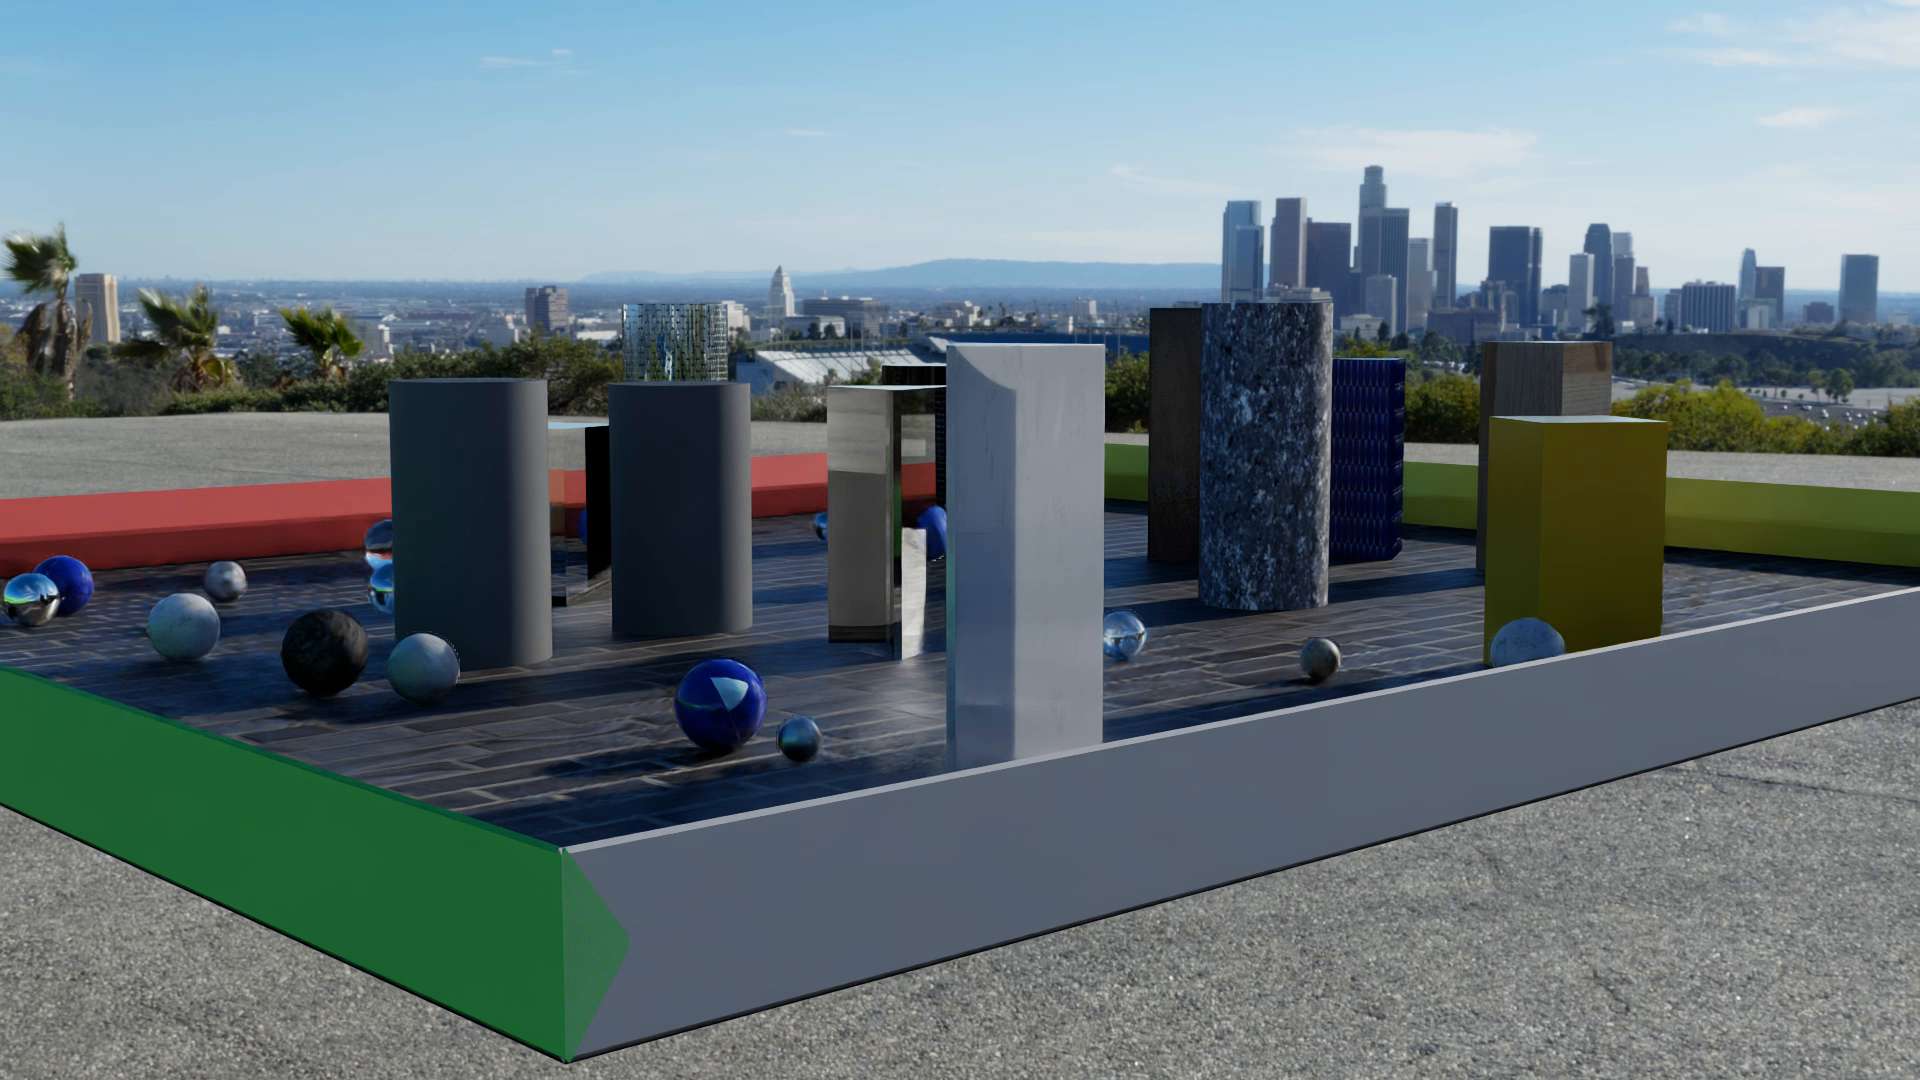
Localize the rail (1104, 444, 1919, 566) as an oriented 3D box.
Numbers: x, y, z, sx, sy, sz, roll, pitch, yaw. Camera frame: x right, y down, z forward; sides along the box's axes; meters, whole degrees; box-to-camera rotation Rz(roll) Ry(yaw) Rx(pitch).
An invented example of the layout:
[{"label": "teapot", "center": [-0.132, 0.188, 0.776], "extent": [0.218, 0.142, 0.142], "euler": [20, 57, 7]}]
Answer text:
[{"label": "rail", "center": [1.129, -0.075, 4.368], "extent": [0.045, 0.128, 2.692], "euler": [-5, 8, -42]}]

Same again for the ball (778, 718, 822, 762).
[{"label": "ball", "center": [-0.158, 0.198, 2.177], "extent": [0.044, 0.044, 0.044], "euler": [0, 6, 0]}]

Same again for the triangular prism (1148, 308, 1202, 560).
[{"label": "triangular prism", "center": [0.432, -0.195, 3.985], "extent": [0.171, 0.449, 0.148], "euler": [1, 6, 8]}]

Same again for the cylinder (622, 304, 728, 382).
[{"label": "cylinder", "center": [-0.536, -0.216, 4.152], "extent": [0.198, 0.457, 0.198], "euler": [0, 6, 0]}]

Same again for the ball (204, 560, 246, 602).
[{"label": "ball", "center": [-1.128, 0.063, 3.375], "extent": [0.063, 0.063, 0.063], "euler": [0, 6, 0]}]

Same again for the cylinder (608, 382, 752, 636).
[{"label": "cylinder", "center": [-0.393, -0.049, 3.103], "extent": [0.198, 0.343, 0.198], "euler": [0, 6, 0]}]

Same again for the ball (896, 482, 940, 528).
[{"label": "ball", "center": [-0.086, -0.072, 4.527], "extent": [0.093, 0.093, 0.093], "euler": [0, 6, 0]}]

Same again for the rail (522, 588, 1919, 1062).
[{"label": "rail", "center": [0.897, 0.134, 2.365], "extent": [3.120, 0.128, 0.045], "euler": [-5, 8, -42]}]

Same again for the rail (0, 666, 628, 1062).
[{"label": "rail", "center": [-1.129, 0.142, 2.296], "extent": [0.045, 0.128, 2.692], "euler": [-5, 8, -42]}]

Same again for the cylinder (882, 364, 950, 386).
[{"label": "cylinder", "center": [-0.054, -0.172, 4.294], "extent": [0.198, 0.340, 0.198], "euler": [0, 6, 0]}]

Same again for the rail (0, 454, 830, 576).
[{"label": "rail", "center": [-0.897, -0.067, 4.298], "extent": [3.120, 0.128, 0.045], "euler": [-5, 8, -42]}]

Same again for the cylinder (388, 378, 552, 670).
[{"label": "cylinder", "center": [-0.625, -0.026, 2.814], "extent": [0.198, 0.356, 0.198], "euler": [0, 6, 0]}]

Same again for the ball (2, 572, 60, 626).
[{"label": "ball", "center": [-1.311, 0.084, 3.103], "extent": [0.077, 0.077, 0.077], "euler": [0, 6, 0]}]

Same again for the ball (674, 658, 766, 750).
[{"label": "ball", "center": [-0.243, 0.167, 2.232], "extent": [0.094, 0.094, 0.094], "euler": [0, 6, 0]}]

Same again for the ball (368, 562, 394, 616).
[{"label": "ball", "center": [-0.822, 0.072, 3.207], "extent": [0.080, 0.080, 0.080], "euler": [0, 6, 0]}]

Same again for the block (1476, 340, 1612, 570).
[{"label": "block", "center": [1.003, -0.144, 3.776], "extent": [0.158, 0.391, 0.158], "euler": [-6, 8, -44]}]

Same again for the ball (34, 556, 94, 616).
[{"label": "ball", "center": [-1.314, 0.067, 3.215], "extent": [0.088, 0.088, 0.088], "euler": [0, 6, 0]}]

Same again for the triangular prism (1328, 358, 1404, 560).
[{"label": "triangular prism", "center": [0.764, -0.153, 4.029], "extent": [0.148, 0.357, 0.171], "euler": [-5, 8, -42]}]

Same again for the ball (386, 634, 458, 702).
[{"label": "ball", "center": [-0.612, 0.146, 2.504], "extent": [0.079, 0.079, 0.079], "euler": [0, 6, 0]}]

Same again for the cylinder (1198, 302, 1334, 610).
[{"label": "cylinder", "center": [0.464, -0.132, 3.349], "extent": [0.198, 0.455, 0.198], "euler": [0, 6, 0]}]

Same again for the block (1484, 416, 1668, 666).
[{"label": "block", "center": [0.754, 0.007, 2.705], "extent": [0.158, 0.312, 0.158], "euler": [-1, 6, -10]}]

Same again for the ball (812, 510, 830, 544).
[{"label": "ball", "center": [-0.251, -0.025, 4.218], "extent": [0.063, 0.063, 0.063], "euler": [0, 6, 0]}]

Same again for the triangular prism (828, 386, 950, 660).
[{"label": "triangular prism", "center": [-0.065, -0.030, 2.904], "extent": [0.148, 0.345, 0.171], "euler": [-4, 7, -34]}]

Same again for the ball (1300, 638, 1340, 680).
[{"label": "ball", "center": [0.436, 0.144, 2.662], "extent": [0.049, 0.049, 0.049], "euler": [0, 6, 0]}]

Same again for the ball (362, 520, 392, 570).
[{"label": "ball", "center": [-0.959, 0.013, 3.705], "extent": [0.094, 0.094, 0.094], "euler": [0, 6, 0]}]

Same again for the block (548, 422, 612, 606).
[{"label": "block", "center": [-0.629, -0.044, 3.408], "extent": [0.158, 0.268, 0.158], "euler": [3, 7, 26]}]

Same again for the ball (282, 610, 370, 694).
[{"label": "ball", "center": [-0.739, 0.130, 2.559], "extent": [0.099, 0.099, 0.099], "euler": [0, 6, 0]}]

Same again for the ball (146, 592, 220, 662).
[{"label": "ball", "center": [-0.986, 0.111, 2.792], "extent": [0.088, 0.088, 0.088], "euler": [0, 6, 0]}]

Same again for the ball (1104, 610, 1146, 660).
[{"label": "ball", "center": [0.206, 0.122, 2.806], "extent": [0.063, 0.063, 0.063], "euler": [0, 6, 0]}]

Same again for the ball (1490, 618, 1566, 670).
[{"label": "ball", "center": [0.666, 0.134, 2.579], "extent": [0.087, 0.087, 0.087], "euler": [0, 6, 0]}]

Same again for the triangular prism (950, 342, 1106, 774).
[{"label": "triangular prism", "center": [0.032, 0.011, 2.194], "extent": [0.171, 0.412, 0.148], "euler": [-3, 7, -27]}]
